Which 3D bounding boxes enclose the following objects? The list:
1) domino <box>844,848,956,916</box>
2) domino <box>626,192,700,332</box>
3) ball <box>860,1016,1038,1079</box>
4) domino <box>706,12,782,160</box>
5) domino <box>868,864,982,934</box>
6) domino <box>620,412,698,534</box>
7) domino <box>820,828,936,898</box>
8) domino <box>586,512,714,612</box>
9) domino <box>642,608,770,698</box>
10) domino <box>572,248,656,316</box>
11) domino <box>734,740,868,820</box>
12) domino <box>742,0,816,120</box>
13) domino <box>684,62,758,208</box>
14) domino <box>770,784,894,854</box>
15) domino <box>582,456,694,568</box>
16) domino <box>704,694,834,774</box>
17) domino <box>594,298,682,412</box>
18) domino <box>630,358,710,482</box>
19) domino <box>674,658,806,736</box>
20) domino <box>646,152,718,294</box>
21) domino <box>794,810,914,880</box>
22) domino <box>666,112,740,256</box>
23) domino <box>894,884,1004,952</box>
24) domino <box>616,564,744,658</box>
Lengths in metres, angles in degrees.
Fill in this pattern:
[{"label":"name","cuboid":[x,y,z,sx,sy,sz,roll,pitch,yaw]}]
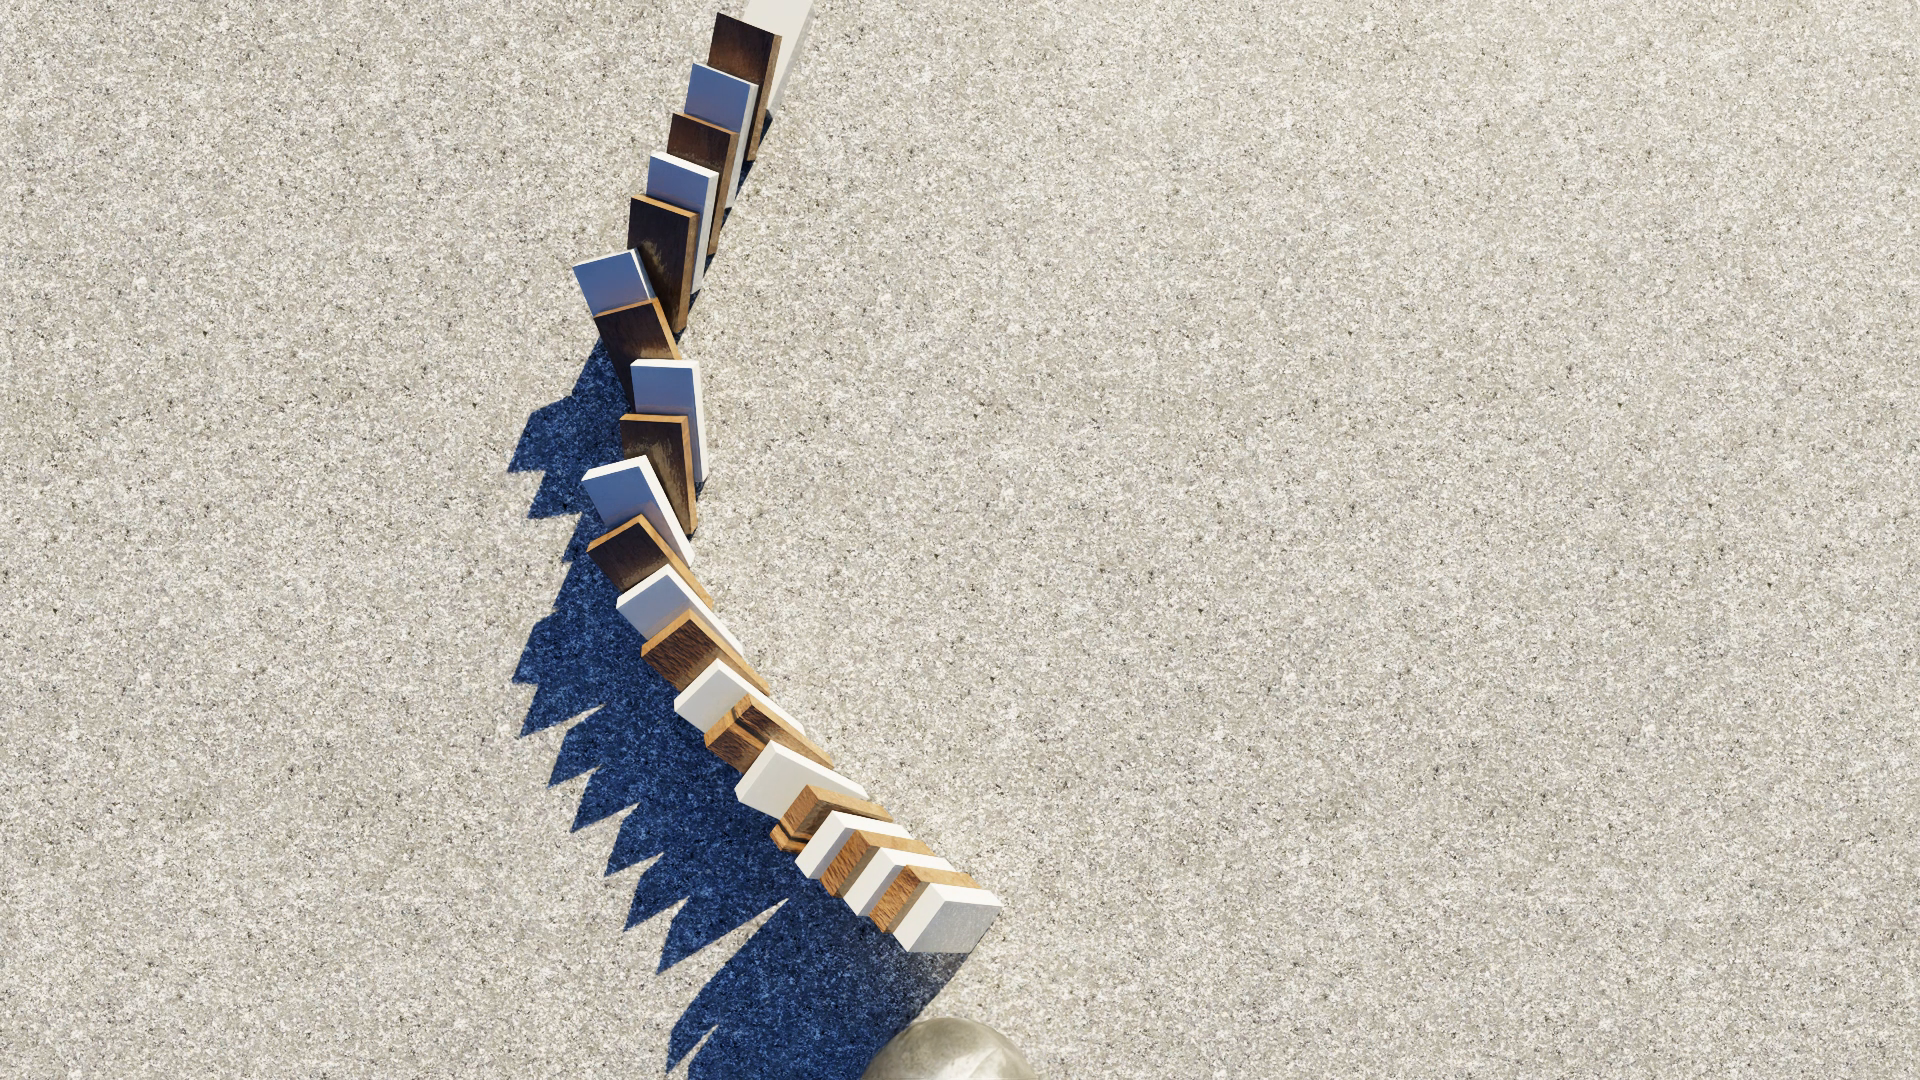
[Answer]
[{"label":"domino","cuboid":[-0.023,0.142,0.377,0.010,0.050,0.025,36,90,38]},{"label":"domino","cuboid":[-0.125,-0.115,0.382,0.025,0.010,0.050,19,123,1]},{"label":"ball","cuboid":[-0.004,0.232,0.360,0.080,0.080,0.080,0,90,0]},{"label":"domino","cuboid":[-0.094,-0.189,0.385,0.025,0.009,0.050,21,116,0]},{"label":"domino","cuboid":[-0.013,0.149,0.377,0.010,0.050,0.025,36,90,38]},{"label":"domino","cuboid":[-0.126,-0.028,0.385,0.025,0.010,0.050,3,116,0]},{"label":"domino","cuboid":[-0.033,0.135,0.377,0.010,0.050,0.025,36,90,38]},{"label":"domino","cuboid":[-0.129,0.016,0.383,0.025,0.010,0.050,-29,118,4]},{"label":"domino","cuboid":[-0.106,0.055,0.384,0.025,0.009,0.050,-38,118,0]},{"label":"domino","cuboid":[-0.139,-0.094,0.384,0.025,0.010,0.050,-13,118,4]},{"label":"domino","cuboid":[-0.066,0.106,0.383,0.050,0.009,0.025,37,90,-30]},{"label":"domino","cuboid":[-0.084,-0.211,0.395,0.025,0.010,0.050,22,90,0]},{"label":"domino","cuboid":[-0.103,-0.169,0.385,0.025,0.010,0.050,21,116,0]},{"label":"domino","cuboid":[-0.052,0.118,0.378,0.010,0.050,0.025,37,90,41]},{"label":"domino","cuboid":[-0.133,-0.009,0.382,0.025,0.009,0.050,-14,121,6]},{"label":"domino","cuboid":[-0.079,0.088,0.382,0.025,0.010,0.050,-44,121,0]},{"label":"domino","cuboid":[-0.130,-0.073,0.384,0.025,0.009,0.050,-14,117,3]},{"label":"domino","cuboid":[-0.121,-0.050,0.384,0.025,0.009,0.050,3,117,0]},{"label":"domino","cuboid":[-0.092,0.075,0.385,0.025,0.010,0.050,-44,116,0]},{"label":"domino","cuboid":[-0.118,-0.132,0.382,0.025,0.009,0.050,21,123,0]},{"label":"domino","cuboid":[-0.042,0.128,0.377,0.009,0.050,0.025,36,90,38]},{"label":"domino","cuboid":[-0.111,-0.149,0.385,0.025,0.010,0.050,20,116,0]},{"label":"domino","cuboid":[-0.004,0.156,0.377,0.009,0.050,0.025,36,90,38]},{"label":"domino","cuboid":[-0.117,0.037,0.384,0.025,0.010,0.050,-34,118,0]}]
